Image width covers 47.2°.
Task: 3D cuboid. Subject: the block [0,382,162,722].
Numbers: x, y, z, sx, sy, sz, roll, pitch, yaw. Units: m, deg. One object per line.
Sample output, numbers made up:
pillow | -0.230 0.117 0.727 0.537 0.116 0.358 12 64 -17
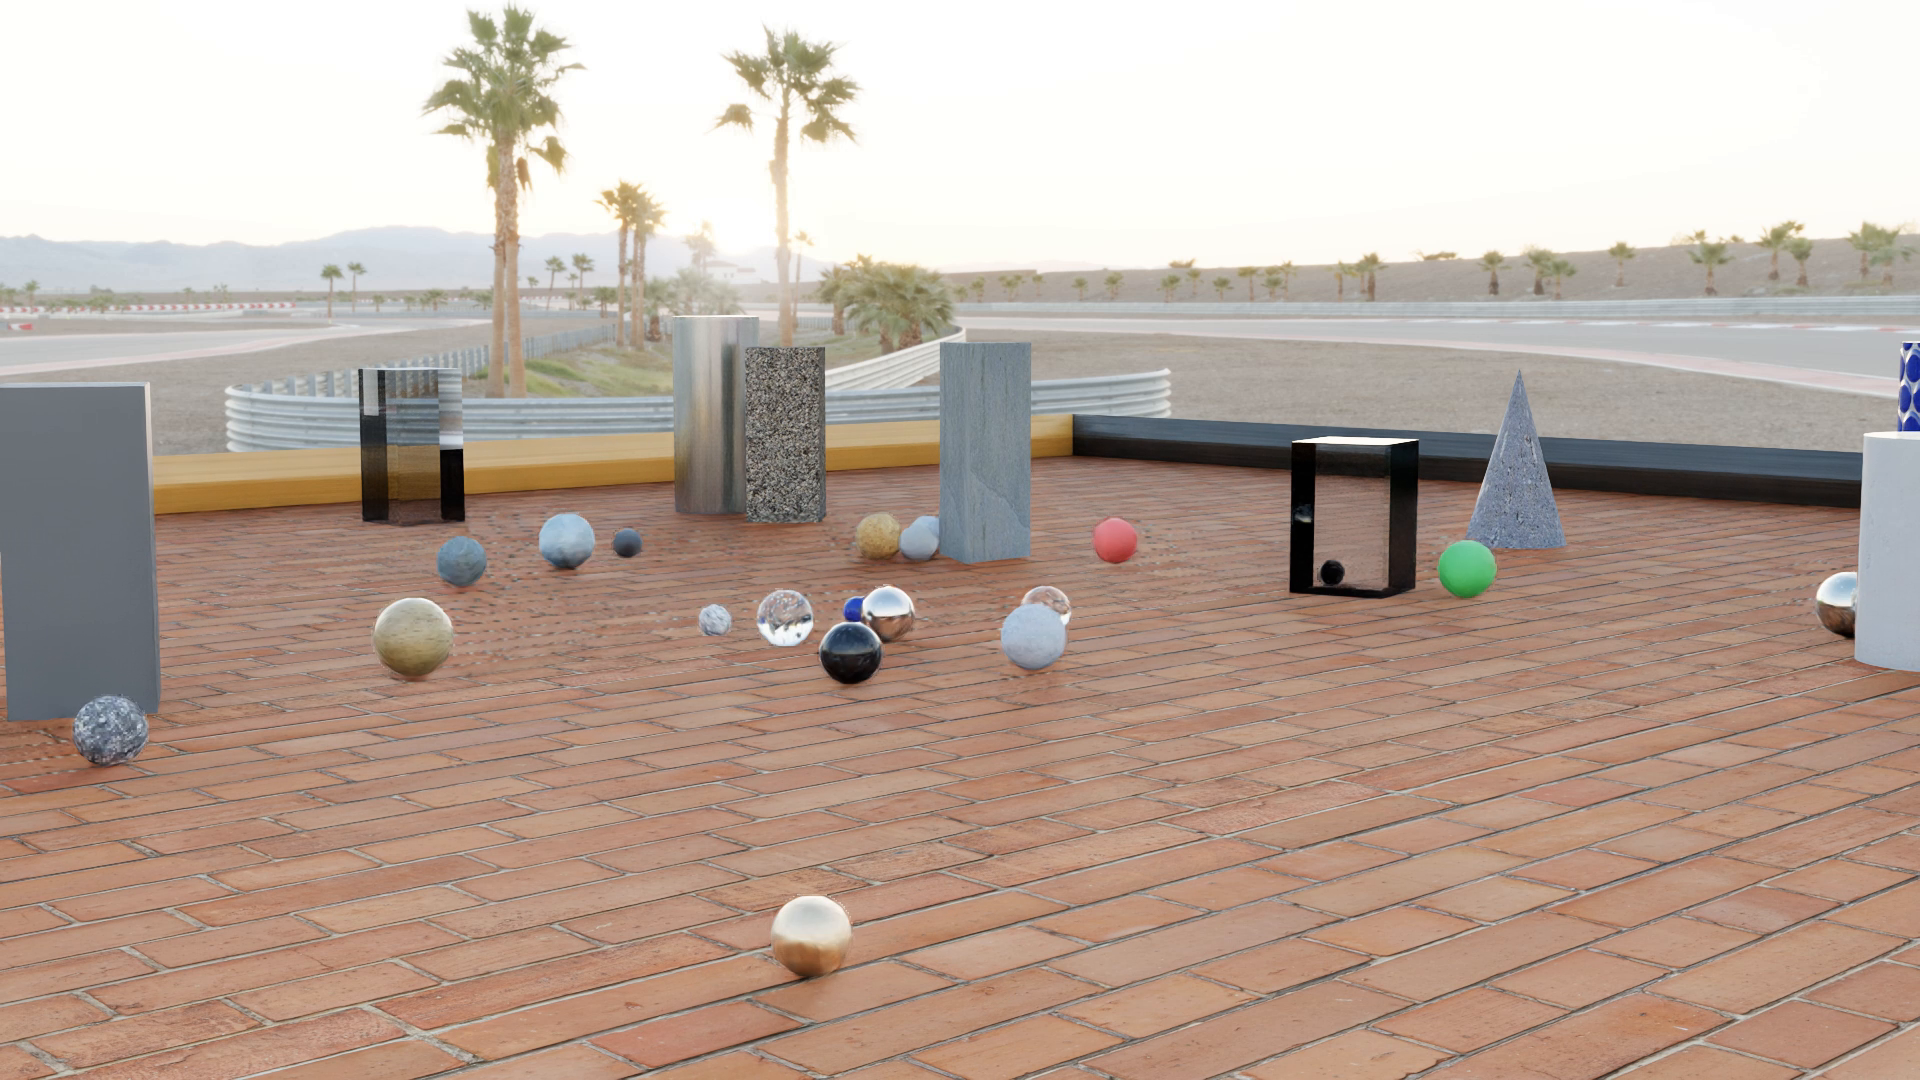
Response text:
block | -0.981 0.007 2.453 0.152 0.360 0.152 -2 6 -18

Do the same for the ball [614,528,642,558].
ball | -0.594 0.006 3.936 0.051 0.051 0.051 0 6 0

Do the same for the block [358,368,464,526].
block | -1.142 -0.197 4.579 0.152 0.319 0.152 -6 8 -44

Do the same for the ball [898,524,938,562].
ball | -0.073 0.006 3.851 0.068 0.068 0.068 0 6 0

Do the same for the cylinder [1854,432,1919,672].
cylinder | 1.231 0.012 2.762 0.190 0.285 0.190 0 6 0

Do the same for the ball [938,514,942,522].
ball | -0.015 -0.019 4.083 0.070 0.070 0.070 0 6 0

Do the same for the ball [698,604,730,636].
ball | -0.333 0.110 2.986 0.044 0.044 0.044 0 6 0

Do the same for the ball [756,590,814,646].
ball | -0.230 0.103 2.900 0.075 0.075 0.075 0 6 0

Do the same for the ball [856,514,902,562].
ball | -0.143 -0.005 3.880 0.084 0.084 0.084 0 6 0

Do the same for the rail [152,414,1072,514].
rail | -1.504 -0.139 4.953 5.066 0.123 0.045 -6 8 -42

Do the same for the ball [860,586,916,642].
ball | -0.097 0.100 2.940 0.074 0.074 0.074 0 6 0

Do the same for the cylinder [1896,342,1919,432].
cylinder | 1.721 -0.148 3.801 0.190 0.386 0.190 0 6 0

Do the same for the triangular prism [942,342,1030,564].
triangular prism | 0.018 -0.161 3.933 0.143 0.383 0.165 6 8 44

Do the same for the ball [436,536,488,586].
ball | -0.800 0.034 3.529 0.080 0.080 0.080 0 6 0

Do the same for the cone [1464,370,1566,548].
cone | 1.053 -0.158 4.155 0.190 0.332 0.190 0 6 0

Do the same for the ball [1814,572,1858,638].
ball | 1.206 0.088 2.979 0.089 0.089 0.089 0 6 0

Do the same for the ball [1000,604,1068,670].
ball | 0.091 0.119 2.711 0.082 0.082 0.082 0 6 0

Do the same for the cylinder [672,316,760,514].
cylinder | -0.534 -0.278 4.836 0.190 0.426 0.190 0 6 0

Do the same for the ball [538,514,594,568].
ball | -0.674 0.001 3.769 0.095 0.095 0.095 0 6 0

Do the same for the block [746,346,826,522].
block | -0.366 -0.224 4.630 0.152 0.362 0.152 0 6 1

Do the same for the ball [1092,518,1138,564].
ball | 0.271 0.002 3.840 0.079 0.079 0.079 0 6 0

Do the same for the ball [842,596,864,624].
ball | -0.143 0.100 3.087 0.042 0.042 0.042 0 6 0

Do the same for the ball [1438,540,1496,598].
ball | 0.782 0.045 3.391 0.088 0.088 0.088 0 6 0

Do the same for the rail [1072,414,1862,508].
rail | 1.844 -0.146 5.024 0.045 0.123 4.483 -6 8 -42

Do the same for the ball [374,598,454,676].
ball | -0.663 0.118 2.669 0.095 0.095 0.095 0 6 0

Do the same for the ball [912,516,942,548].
ball | -0.060 -0.012 4.033 0.066 0.066 0.066 0 6 0

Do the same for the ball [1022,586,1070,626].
ball | 0.116 0.096 2.994 0.069 0.069 0.069 0 6 0

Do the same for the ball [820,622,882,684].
ball | -0.129 0.134 2.609 0.075 0.075 0.075 0 6 0

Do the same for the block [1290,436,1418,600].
block | 0.621 -0.038 3.464 0.152 0.237 0.152 4 7 31

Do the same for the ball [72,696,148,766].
ball | -0.828 0.186 2.143 0.068 0.068 0.068 0 6 0

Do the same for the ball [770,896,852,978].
ball | -0.099 0.265 1.468 0.054 0.054 0.054 0 6 0

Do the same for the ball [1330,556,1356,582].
ball | 0.626 0.047 3.588 0.042 0.042 0.042 0 6 0
